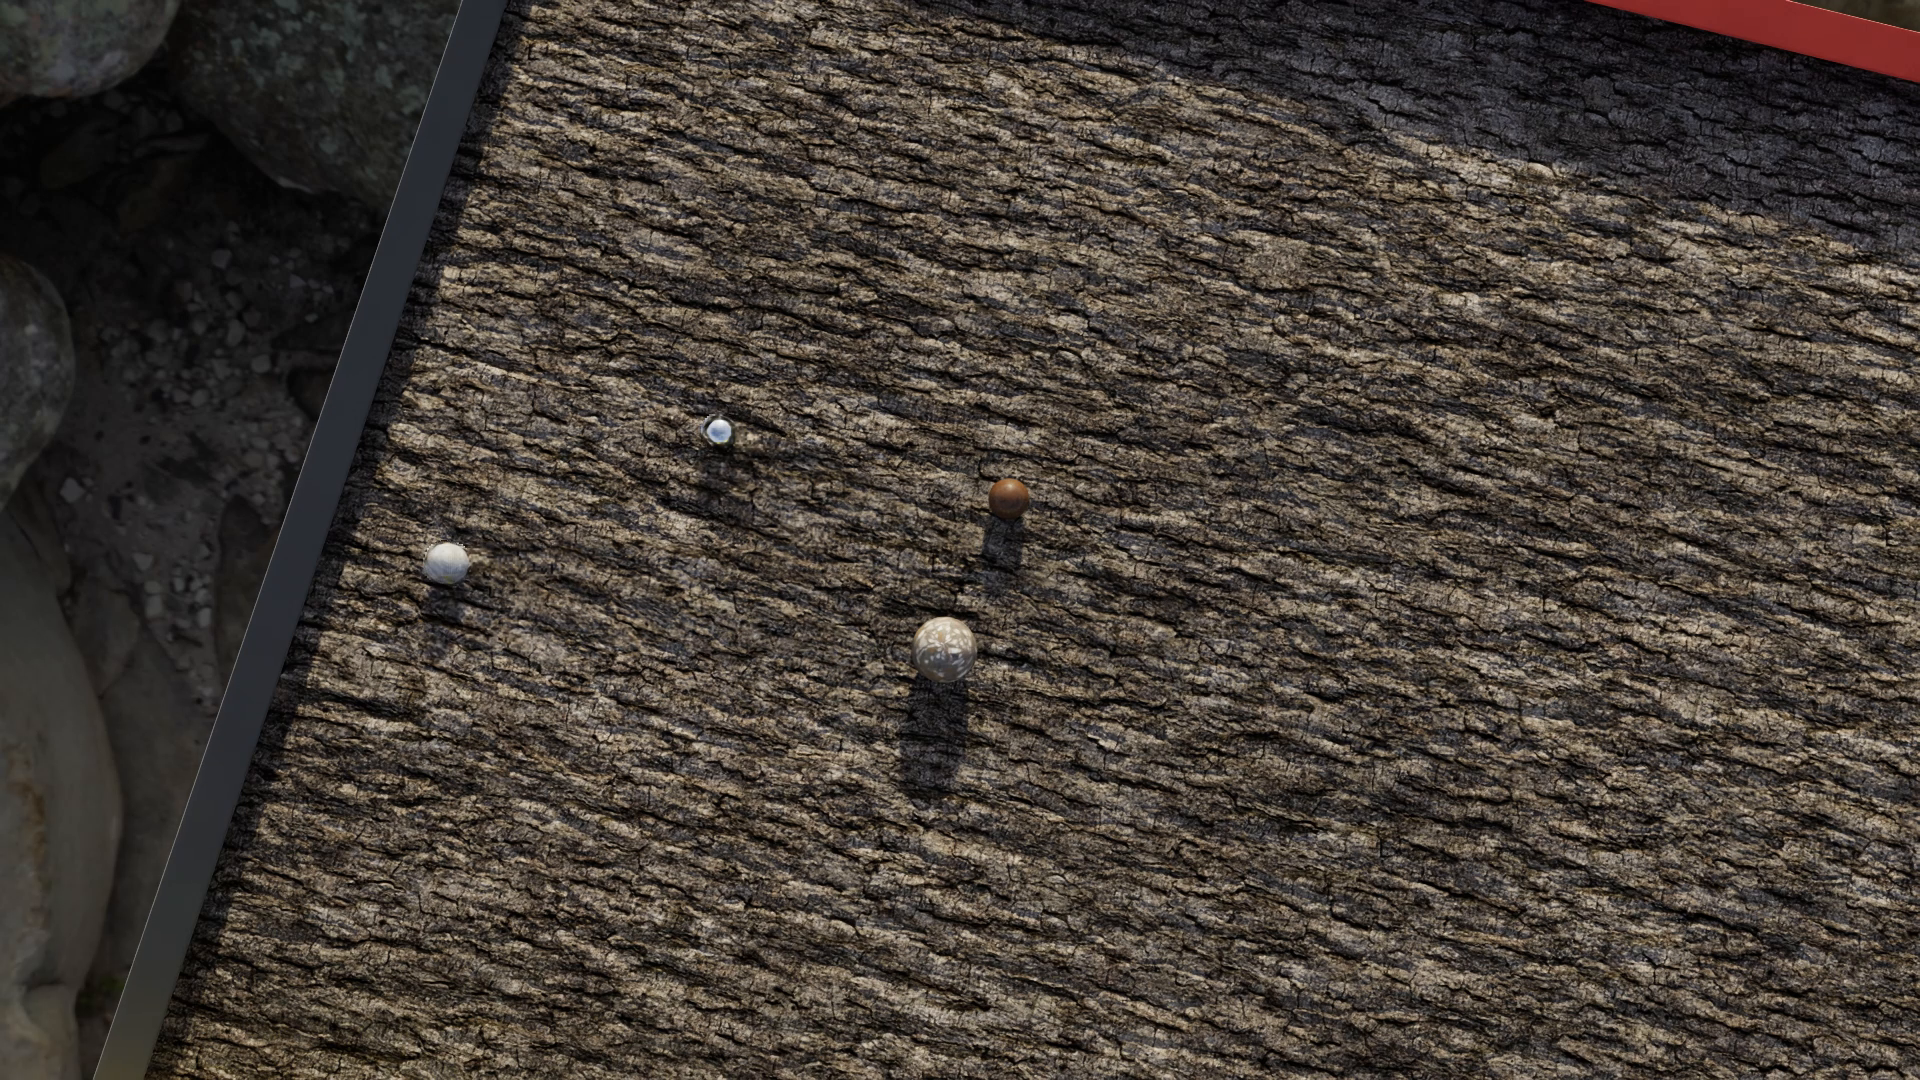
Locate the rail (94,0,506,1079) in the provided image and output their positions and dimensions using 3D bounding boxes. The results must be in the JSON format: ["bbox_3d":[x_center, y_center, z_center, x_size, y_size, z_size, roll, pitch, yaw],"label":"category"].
[{"bbox_3d":[-0.902,-0.244,3.328,0.045,0.128,2.270,15,78,3],"label":"rail"}]

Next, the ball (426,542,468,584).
[{"bbox_3d":[-0.770,0.036,3.303,0.063,0.063,0.063,0,78,0],"label":"ball"}]

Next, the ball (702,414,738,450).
[{"bbox_3d":[-0.366,-0.164,3.350,0.053,0.053,0.053,0,78,0],"label":"ball"}]

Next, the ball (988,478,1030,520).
[{"bbox_3d":[0.074,-0.062,3.324,0.063,0.063,0.063,0,78,0],"label":"ball"}]

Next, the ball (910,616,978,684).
[{"bbox_3d":[-0.023,0.163,3.257,0.099,0.099,0.099,0,78,0],"label":"ball"}]

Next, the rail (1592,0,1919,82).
[{"bbox_3d":[1.214,-0.812,3.449,3.832,0.128,0.045,15,78,3],"label":"rail"}]
